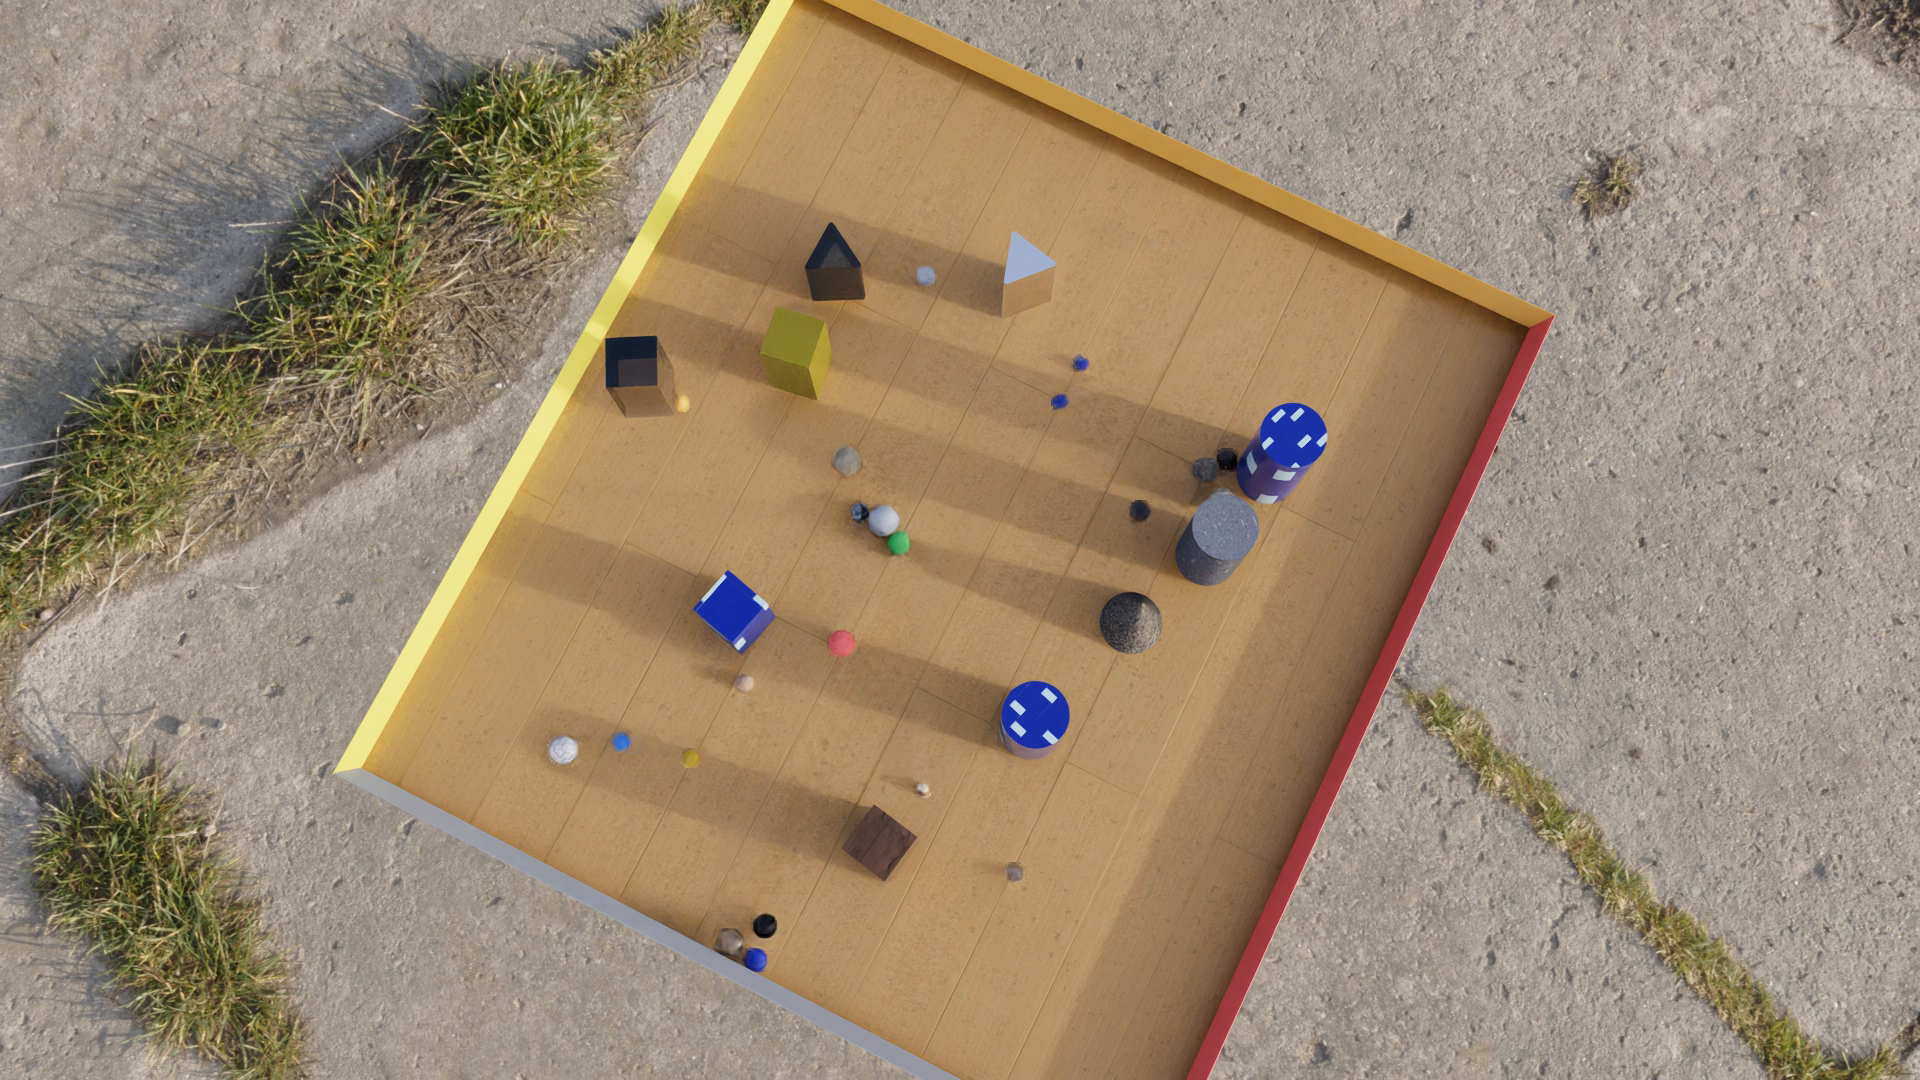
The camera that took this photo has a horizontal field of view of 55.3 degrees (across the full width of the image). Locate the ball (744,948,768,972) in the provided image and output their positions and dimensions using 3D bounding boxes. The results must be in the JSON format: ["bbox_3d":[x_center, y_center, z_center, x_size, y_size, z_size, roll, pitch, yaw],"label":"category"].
[{"bbox_3d":[-0.594,1.221,5.328,0.070,0.070,0.070,0,78,0],"label":"ball"}]

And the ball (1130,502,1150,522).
[{"bbox_3d":[0.552,-0.086,5.604,0.059,0.059,0.059,0,78,0],"label":"ball"}]

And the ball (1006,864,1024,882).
[{"bbox_3d":[0.160,0.977,5.387,0.054,0.054,0.054,0,78,0],"label":"ball"}]

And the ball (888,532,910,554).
[{"bbox_3d":[-0.186,0.011,5.579,0.069,0.069,0.069,0,78,0],"label":"ball"}]

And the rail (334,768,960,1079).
[{"bbox_3d":[-0.636,1.252,5.293,2.649,0.124,0.045,26,80,5],"label":"rail"}]

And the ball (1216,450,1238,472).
[{"bbox_3d":[0.821,-0.244,5.634,0.065,0.065,0.065,0,78,0],"label":"ball"}]

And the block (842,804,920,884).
[{"bbox_3d":[-0.225,0.877,5.272,0.152,0.319,0.152,36,81,7],"label":"block"}]

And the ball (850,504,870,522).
[{"bbox_3d":[-0.306,-0.085,5.605,0.057,0.057,0.057,0,78,0],"label":"ball"}]

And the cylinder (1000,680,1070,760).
[{"bbox_3d":[0.213,0.527,5.319,0.190,0.370,0.190,0,78,0],"label":"cylinder"}]

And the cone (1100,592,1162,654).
[{"bbox_3d":[0.519,0.215,5.387,0.190,0.362,0.190,0,78,0],"label":"cone"}]

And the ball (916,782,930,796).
[{"bbox_3d":[-0.111,0.741,5.442,0.041,0.041,0.041,0,78,0],"label":"ball"}]

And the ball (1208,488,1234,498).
[{"bbox_3d":[0.800,-0.121,5.600,0.081,0.081,0.081,0,78,0],"label":"ball"}]

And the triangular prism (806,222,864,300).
[{"bbox_3d":[-0.385,-0.858,5.645,0.165,0.291,0.143,-3,78,-1],"label":"triangular prism"}]

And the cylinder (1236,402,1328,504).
[{"bbox_3d":[0.948,-0.252,5.433,0.190,0.461,0.190,0,78,0],"label":"cylinder"}]

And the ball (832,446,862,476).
[{"bbox_3d":[-0.345,-0.242,5.621,0.089,0.089,0.089,0,78,0],"label":"ball"}]

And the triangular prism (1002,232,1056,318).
[{"bbox_3d":[0.185,-0.825,5.624,0.165,0.320,0.143,-21,79,-4],"label":"triangular prism"}]

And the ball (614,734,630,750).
[{"bbox_3d":[-1.008,0.604,5.467,0.048,0.048,0.048,0,78,0],"label":"ball"}]

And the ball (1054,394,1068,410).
[{"bbox_3d":[0.313,-0.429,5.681,0.047,0.047,0.047,0,78,0],"label":"ball"}]

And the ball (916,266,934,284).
[{"bbox_3d":[-0.108,-0.834,5.759,0.059,0.059,0.059,0,78,0],"label":"ball"}]

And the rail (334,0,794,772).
[{"bbox_3d":[-1.164,-0.563,5.669,0.045,0.124,2.891,26,80,5],"label":"rail"}]

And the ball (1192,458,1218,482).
[{"bbox_3d":[0.752,-0.215,5.622,0.077,0.077,0.077,0,78,0],"label":"ball"}]

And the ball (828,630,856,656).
[{"bbox_3d":[-0.355,0.310,5.512,0.080,0.080,0.080,0,78,0],"label":"ball"}]

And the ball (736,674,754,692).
[{"bbox_3d":[-0.647,0.430,5.500,0.053,0.053,0.053,0,78,0],"label":"ball"}]

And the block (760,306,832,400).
[{"bbox_3d":[-0.493,-0.562,5.555,0.152,0.347,0.152,17,79,4],"label":"block"}]

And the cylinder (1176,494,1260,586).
[{"bbox_3d":[0.754,0.005,5.404,0.190,0.414,0.190,0,78,0],"label":"cylinder"}]

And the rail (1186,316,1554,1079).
[{"bbox_3d":[1.164,0.576,5.433,0.045,0.124,2.891,26,80,5],"label":"rail"}]

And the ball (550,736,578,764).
[{"bbox_3d":[-1.178,0.624,5.445,0.082,0.082,0.082,0,78,0],"label":"ball"}]

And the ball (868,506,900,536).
[{"bbox_3d":[-0.233,-0.058,5.580,0.095,0.095,0.095,0,78,0],"label":"ball"}]

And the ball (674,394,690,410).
[{"bbox_3d":[-0.863,-0.427,5.679,0.049,0.049,0.049,0,78,0],"label":"ball"}]

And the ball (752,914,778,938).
[{"bbox_3d":[-0.569,1.126,5.346,0.073,0.073,0.073,0,78,0],"label":"ball"}]

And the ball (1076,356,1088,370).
[{"bbox_3d":[0.380,-0.549,5.708,0.043,0.043,0.043,0,78,0],"label":"ball"}]

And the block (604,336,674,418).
[{"bbox_3d":[-0.966,-0.491,5.548,0.152,0.333,0.152,-3,78,-1],"label":"block"}]

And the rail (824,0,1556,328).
[{"bbox_3d":[0.636,-1.239,5.809,2.649,0.124,0.045,26,80,5],"label":"rail"}]

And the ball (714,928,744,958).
[{"bbox_3d":[-0.670,1.171,5.330,0.086,0.086,0.086,0,78,0],"label":"ball"}]

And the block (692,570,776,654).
[{"bbox_3d":[-0.667,0.218,5.440,0.152,0.258,0.152,40,81,8],"label":"block"}]

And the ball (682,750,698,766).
[{"bbox_3d":[-0.802,0.649,5.457,0.049,0.049,0.049,0,78,0],"label":"ball"}]
